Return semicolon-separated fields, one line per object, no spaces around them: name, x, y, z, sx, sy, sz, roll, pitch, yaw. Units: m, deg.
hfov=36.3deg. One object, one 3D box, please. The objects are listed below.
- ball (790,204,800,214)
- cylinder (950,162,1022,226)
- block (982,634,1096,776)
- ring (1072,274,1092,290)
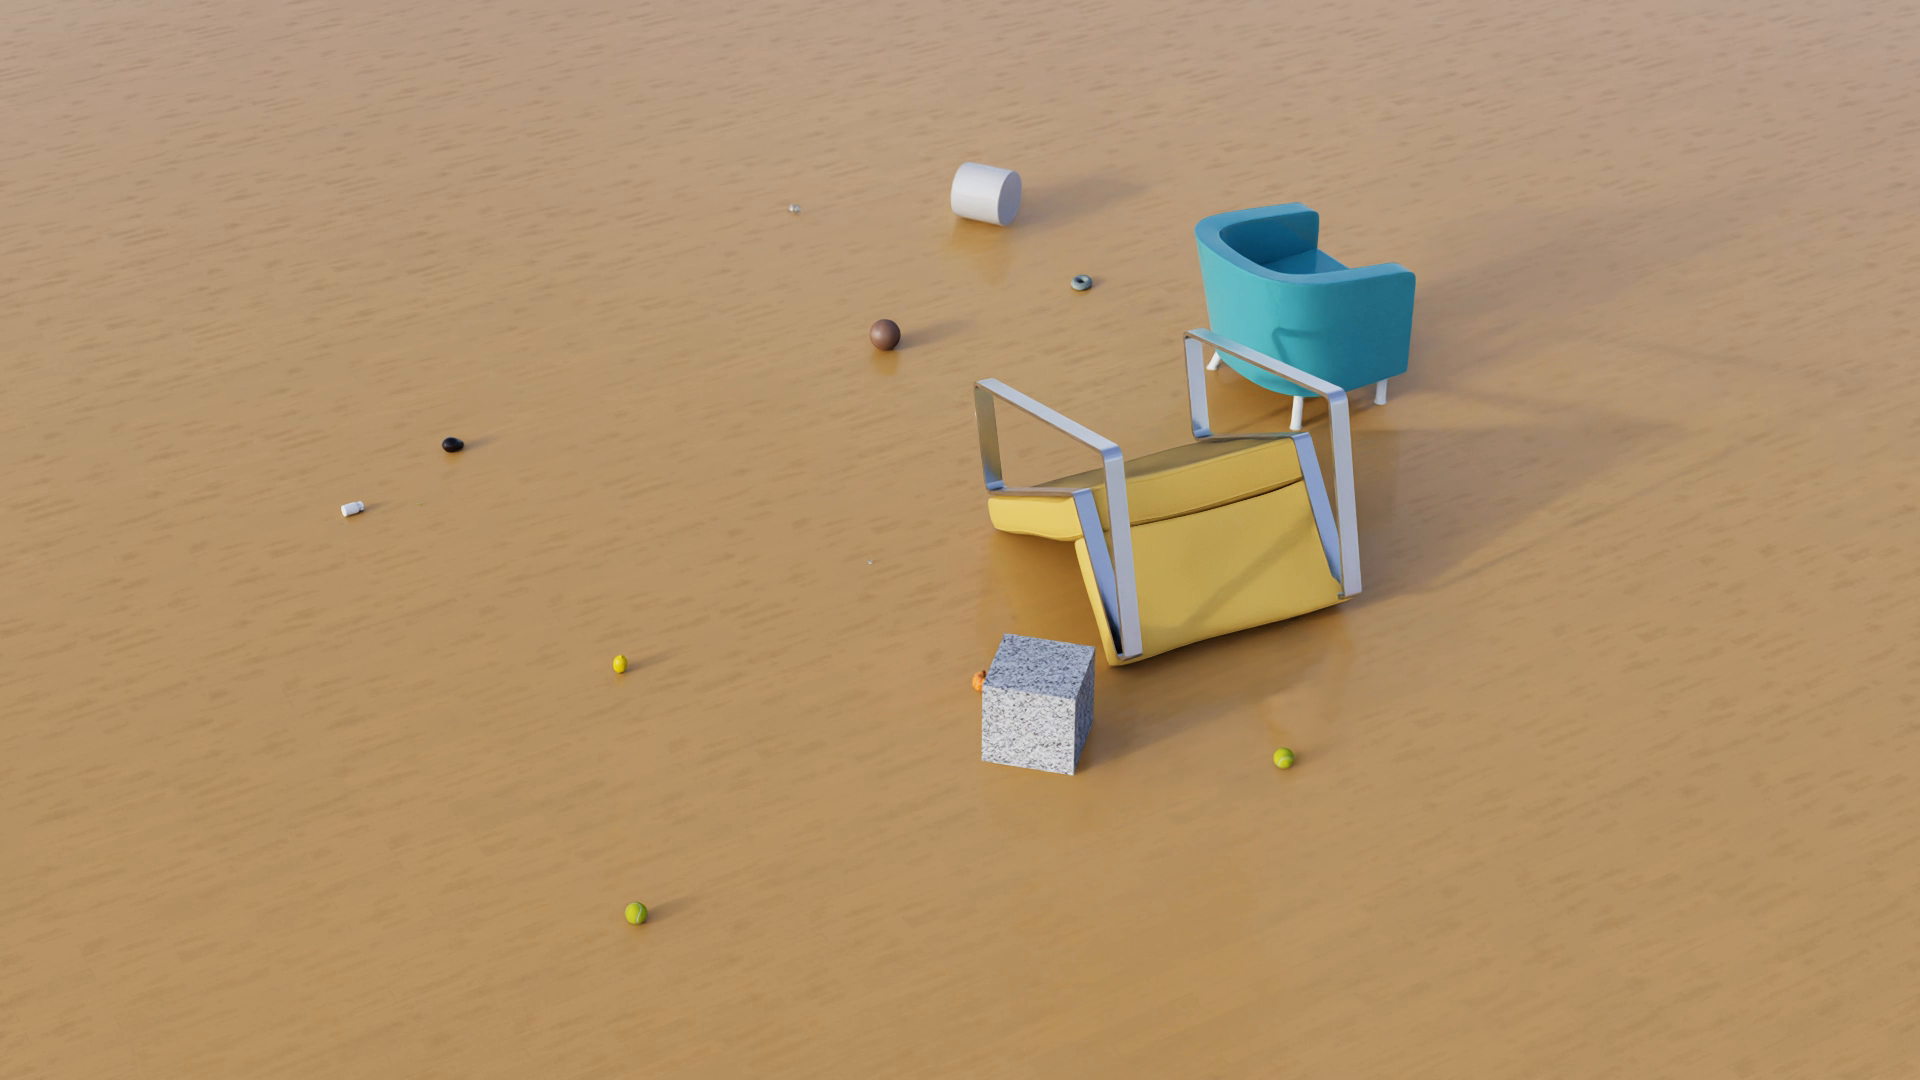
ball;-0.741;-1.484;13.150;0.052;0.052;0.052;0;33;0
cylinder;0.117;-1.539;13.050;0.227;0.247;0.271;14;4;21
block;0.264;0.549;9.829;0.314;0.311;0.310;8;34;12
ring;0.522;-1.105;12.593;0.087;0.033;0.115;12;34;16
